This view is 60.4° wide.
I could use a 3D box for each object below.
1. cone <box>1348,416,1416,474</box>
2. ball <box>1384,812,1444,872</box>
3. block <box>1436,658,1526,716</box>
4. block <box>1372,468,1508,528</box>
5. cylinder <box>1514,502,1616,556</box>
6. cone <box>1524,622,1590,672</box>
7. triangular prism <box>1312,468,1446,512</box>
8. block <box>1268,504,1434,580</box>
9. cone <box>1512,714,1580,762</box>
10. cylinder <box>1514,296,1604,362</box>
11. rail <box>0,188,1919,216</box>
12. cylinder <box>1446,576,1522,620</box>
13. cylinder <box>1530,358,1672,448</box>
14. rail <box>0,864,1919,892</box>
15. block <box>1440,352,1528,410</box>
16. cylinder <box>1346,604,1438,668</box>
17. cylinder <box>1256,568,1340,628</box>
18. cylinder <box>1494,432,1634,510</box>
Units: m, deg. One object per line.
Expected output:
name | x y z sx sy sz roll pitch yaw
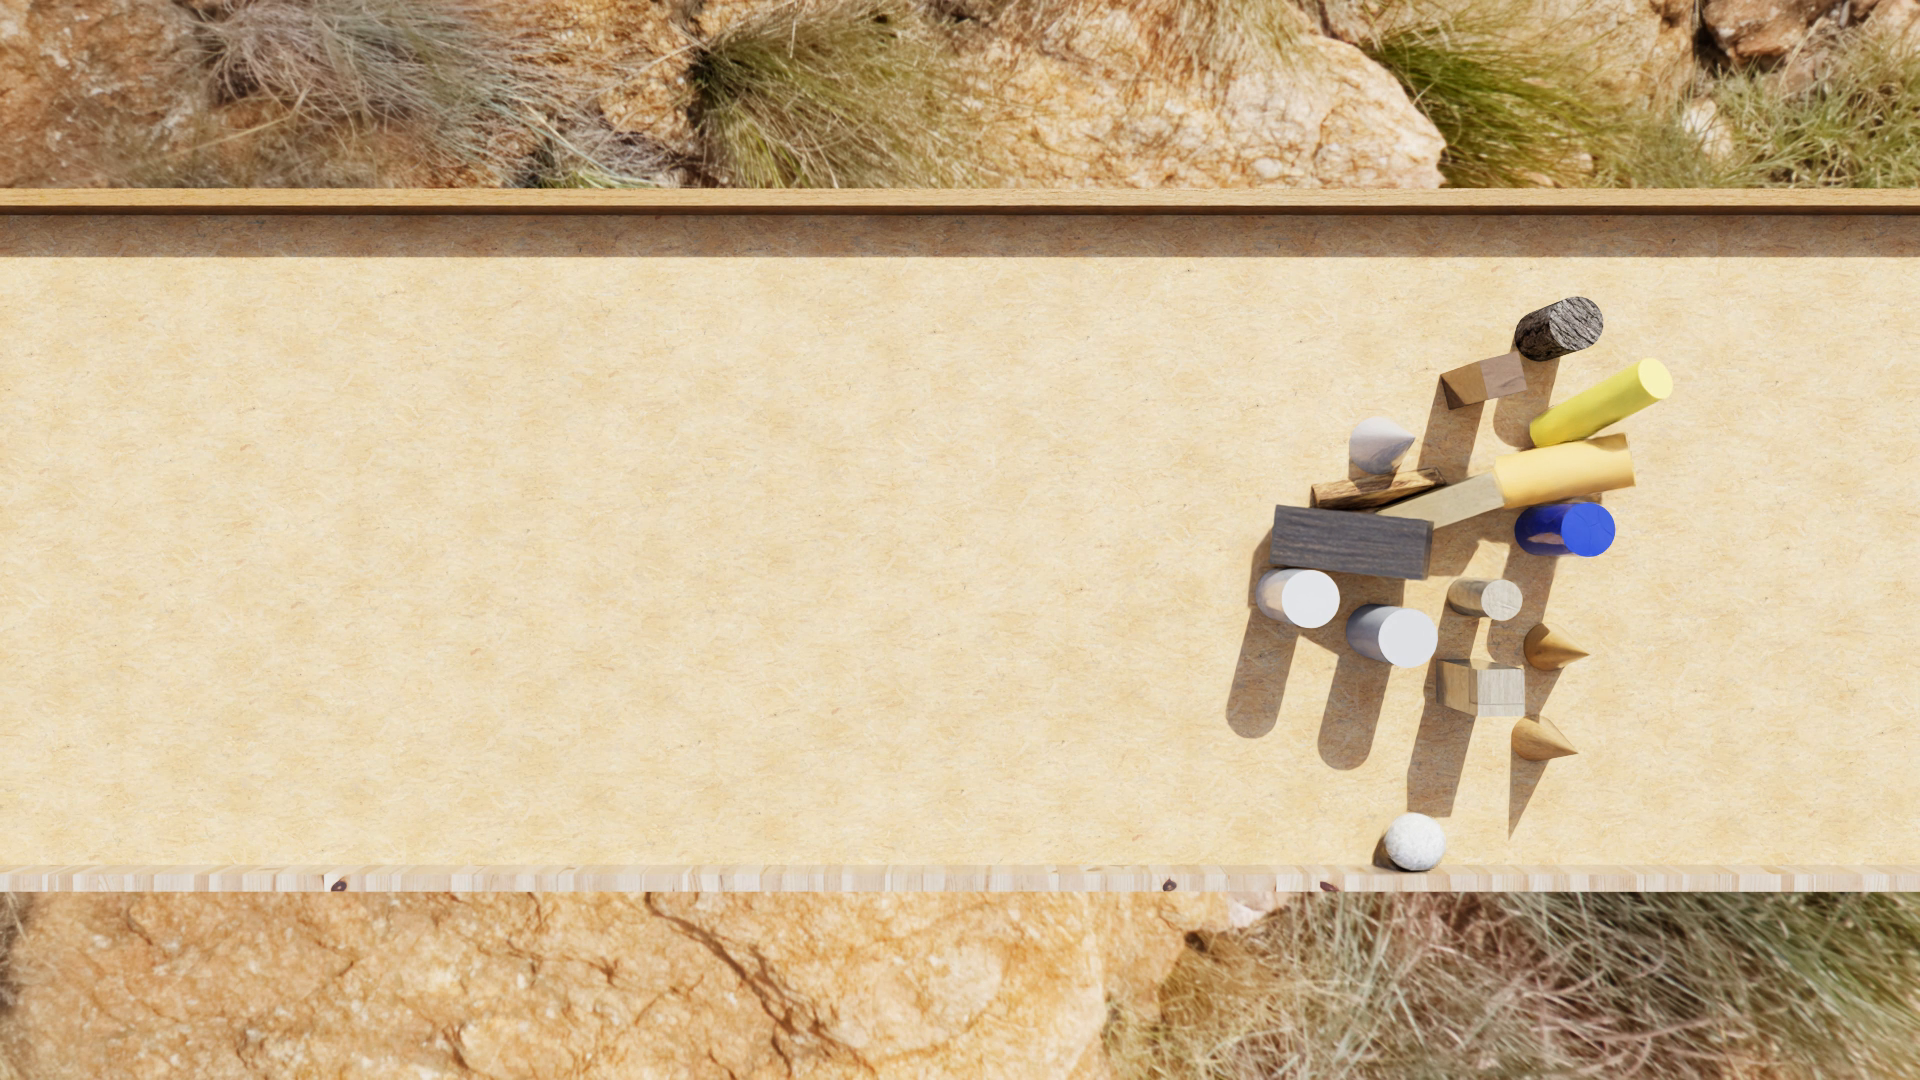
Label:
cone | 1.287 -0.290 4.863 0.180 0.427 0.180 0 90 0
ball | 1.375 0.913 4.989 0.174 0.174 0.174 0 90 0
block | 1.532 0.433 4.873 0.133 0.407 0.133 -1 90 0
block | 1.434 -0.096 4.952 0.377 0.104 0.104 -21 90 24
cylinder | 1.784 -0.029 4.880 0.155 0.393 0.155 0 90 0
cone | 1.809 0.329 4.902 0.151 0.348 0.151 0 90 0
triangular prism | 1.280 -0.150 5.033 0.388 0.083 0.096 -8 90 0
block | 1.166 0.007 4.911 0.442 0.176 0.176 7 92 21
cone | 1.768 0.609 4.891 0.145 0.370 0.145 0 90 0
cylinder | 1.785 -0.627 4.926 0.157 0.302 0.157 0 90 0
rail | -2.247 -1.025 5.002 12.000 0.150 0.050 0 90 0
cylinder | 1.558 0.173 4.909 0.118 0.335 0.118 0 90 0
cylinder | 1.880 -0.389 4.857 0.125 0.437 0.125 9 68 -22
rail | -2.247 1.025 5.001 12.000 0.150 0.050 0 90 0
block | 1.547 -0.469 4.886 0.115 0.381 0.115 -14 90 0
cylinder | 1.271 0.279 4.877 0.168 0.399 0.168 0 90 0
cylinder | 0.991 0.167 4.868 0.164 0.417 0.164 0 90 0
cylinder | 1.807 -0.206 4.935 0.370 0.163 0.163 -11 90 21
